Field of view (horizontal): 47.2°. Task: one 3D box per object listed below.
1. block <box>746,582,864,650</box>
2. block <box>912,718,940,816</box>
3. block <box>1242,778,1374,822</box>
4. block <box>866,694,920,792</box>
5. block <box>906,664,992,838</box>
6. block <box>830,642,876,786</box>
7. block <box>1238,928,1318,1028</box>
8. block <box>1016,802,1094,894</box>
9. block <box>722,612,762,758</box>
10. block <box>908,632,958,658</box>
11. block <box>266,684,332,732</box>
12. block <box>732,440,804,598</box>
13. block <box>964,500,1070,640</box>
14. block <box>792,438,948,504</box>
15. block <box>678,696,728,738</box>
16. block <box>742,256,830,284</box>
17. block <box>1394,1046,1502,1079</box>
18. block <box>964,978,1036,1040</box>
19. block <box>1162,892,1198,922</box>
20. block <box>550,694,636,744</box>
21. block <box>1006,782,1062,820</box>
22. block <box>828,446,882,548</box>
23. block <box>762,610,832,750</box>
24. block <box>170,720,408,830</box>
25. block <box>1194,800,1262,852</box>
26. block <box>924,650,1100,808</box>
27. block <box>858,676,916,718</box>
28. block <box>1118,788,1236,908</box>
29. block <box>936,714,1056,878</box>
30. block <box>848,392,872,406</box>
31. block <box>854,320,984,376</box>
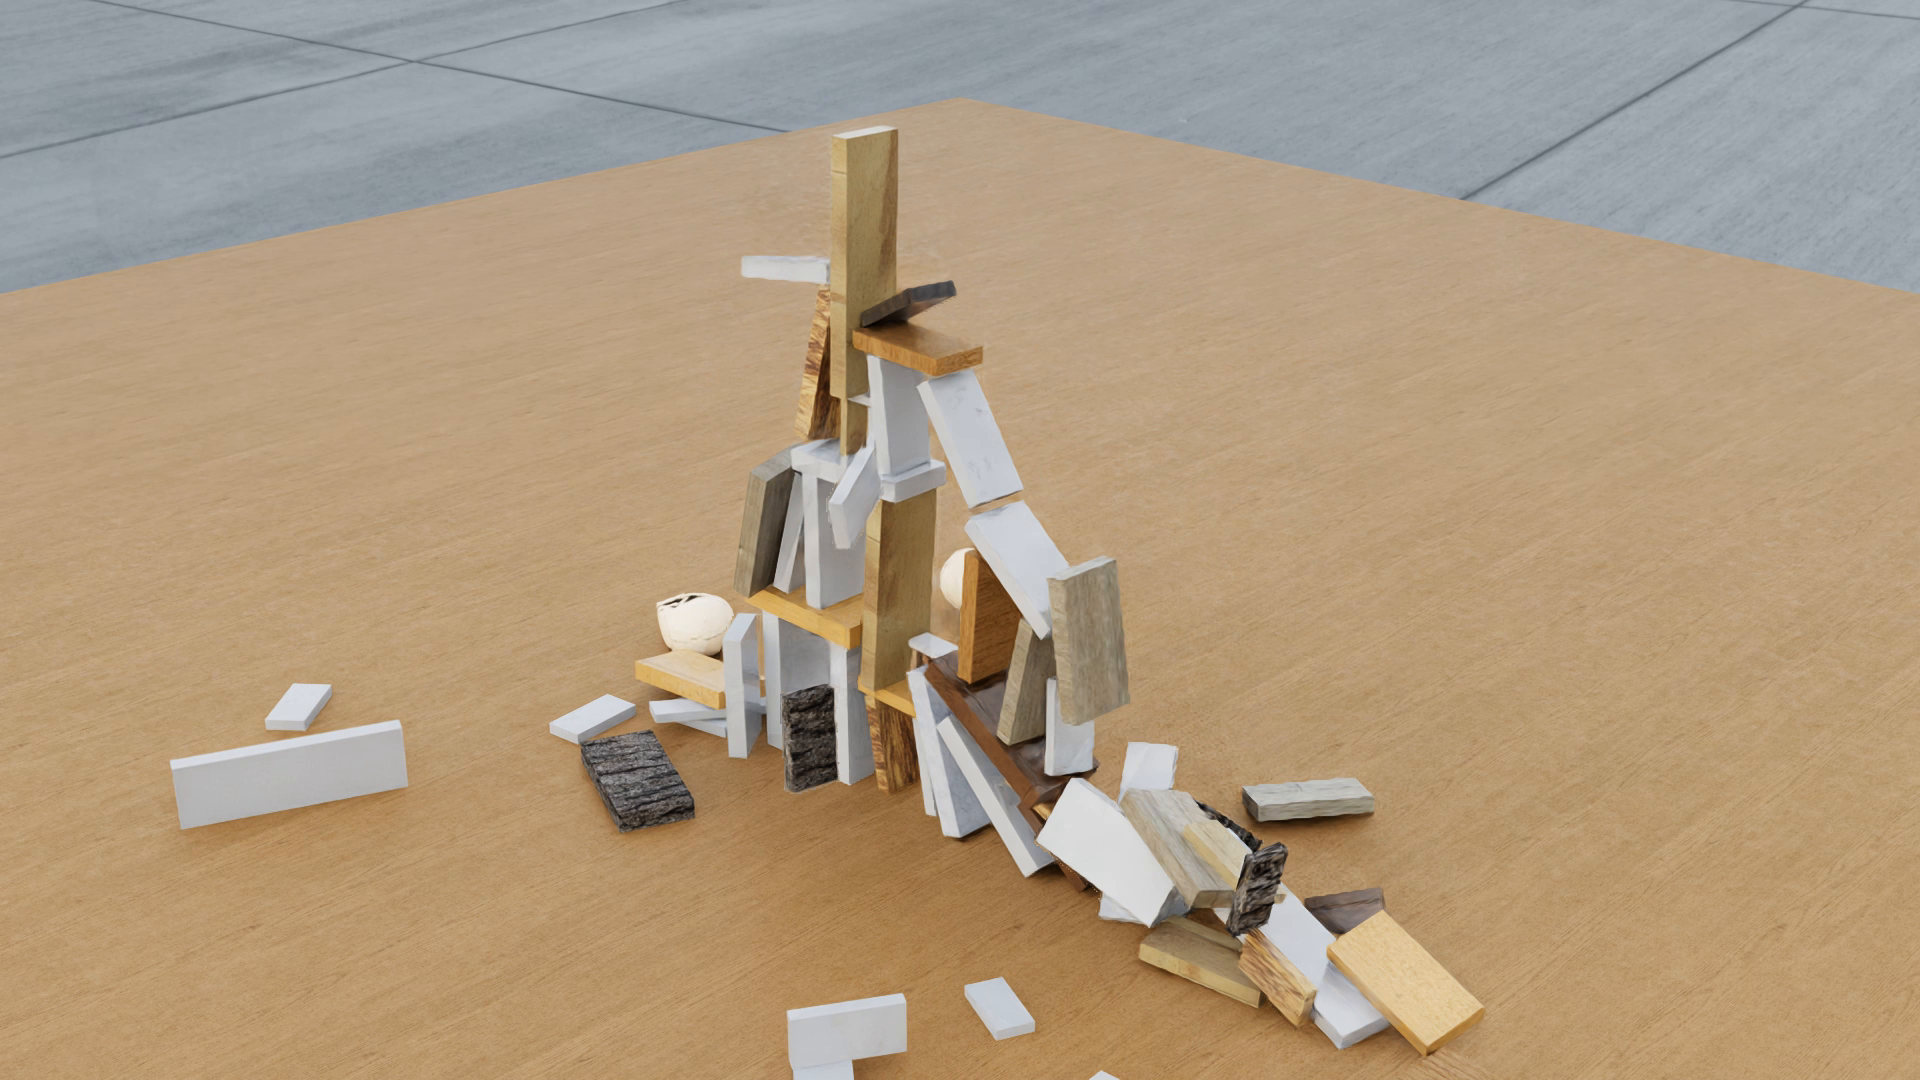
[{"bbox_3d":[-0.278,0.131,4.556,0.163,0.046,0.327,-21,31,-40],"label":"block"},{"bbox_3d":[-0.035,0.442,4.448,0.104,0.209,0.030,-21,20,-41],"label":"block"},{"bbox_3d":[0.703,0.525,4.453,0.240,0.034,0.120,-4,13,-8],"label":"block"},{"bbox_3d":[-0.133,0.404,4.539,0.104,0.209,0.030,-21,20,-40],"label":"block"},{"bbox_3d":[0.009,0.401,4.381,0.171,0.341,0.048,-21,13,-40],"label":"block"},{"bbox_3d":[-0.191,0.329,4.567,0.046,0.327,0.163,20,30,39],"label":"block"},{"bbox_3d":[0.547,0.754,3.793,0.023,0.082,0.165,-13,38,-31],"label":"block"},{"bbox_3d":[0.210,0.570,4.231,0.103,0.029,0.207,-21,67,-40],"label":"block"},{"bbox_3d":[-0.462,0.310,4.677,0.039,0.275,0.138,3,23,8],"label":"block"},{"bbox_3d":[-0.049,0.213,4.365,0.050,0.014,0.101,-20,31,-39],"label":"block"},{"bbox_3d":[-1.460,0.369,4.860,0.087,0.025,0.175,2,23,4],"label":"block"},{"bbox_3d":[-0.381,-0.040,4.499,0.044,0.309,0.154,31,42,22],"label":"block"},{"bbox_3d":[0.134,0.054,4.092,0.132,0.037,0.265,-18,65,-39],"label":"block"},{"bbox_3d":[-0.181,-0.146,4.345,0.291,0.041,0.145,19,29,40],"label":"block"},{"bbox_3d":[-0.557,0.384,4.824,0.175,0.025,0.087,14,27,30],"label":"block"},{"bbox_3d":[-0.301,-0.548,4.451,0.142,0.040,0.284,-8,13,-40],"label":"block"},{"bbox_3d":[0.755,0.914,3.561,0.252,0.036,0.126,-19,30,-38],"label":"block"},{"bbox_3d":[0.068,0.813,3.818,0.072,0.020,0.144,-9,25,-20],"label":"block"},{"bbox_3d":[0.374,0.646,4.094,0.072,0.020,0.144,-31,58,-11],"label":"block"},{"bbox_3d":[-0.802,0.391,4.808,0.087,0.025,0.175,17,28,34],"label":"block"},{"bbox_3d":[0.196,0.502,4.220,0.103,0.029,0.207,-23,54,-41],"label":"block"},{"bbox_3d":[-0.193,-0.079,4.068,0.028,0.098,0.196,3,34,17],"label":"block"},{"bbox_3d":[-0.343,0.269,4.708,0.046,0.327,0.163,19,29,37],"label":"block"},{"bbox_3d":[-1.357,0.475,4.465,0.449,0.138,0.039,-9,25,-21],"label":"block"},{"bbox_3d":[0.487,0.535,4.158,0.093,0.026,0.186,23,-9,43],"label":"block"},{"bbox_3d":[0.100,0.347,4.256,0.171,0.048,0.341,-21,63,-40],"label":"block"},{"bbox_3d":[-0.099,0.308,4.458,0.104,0.030,0.209,-21,31,-40],"label":"block"},{"bbox_3d":[0.412,0.554,3.960,0.140,0.040,0.281,6,30,-32],"label":"block"},{"bbox_3d":[0.112,0.473,4.300,0.171,0.048,0.341,-21,74,-40],"label":"block"},{"bbox_3d":[-0.177,-0.281,4.294,0.115,0.016,0.058,18,27,37],"label":"block"},{"bbox_3d":[-0.080,-0.365,4.154,0.118,0.033,0.236,-20,30,-39],"label":"block"}]
